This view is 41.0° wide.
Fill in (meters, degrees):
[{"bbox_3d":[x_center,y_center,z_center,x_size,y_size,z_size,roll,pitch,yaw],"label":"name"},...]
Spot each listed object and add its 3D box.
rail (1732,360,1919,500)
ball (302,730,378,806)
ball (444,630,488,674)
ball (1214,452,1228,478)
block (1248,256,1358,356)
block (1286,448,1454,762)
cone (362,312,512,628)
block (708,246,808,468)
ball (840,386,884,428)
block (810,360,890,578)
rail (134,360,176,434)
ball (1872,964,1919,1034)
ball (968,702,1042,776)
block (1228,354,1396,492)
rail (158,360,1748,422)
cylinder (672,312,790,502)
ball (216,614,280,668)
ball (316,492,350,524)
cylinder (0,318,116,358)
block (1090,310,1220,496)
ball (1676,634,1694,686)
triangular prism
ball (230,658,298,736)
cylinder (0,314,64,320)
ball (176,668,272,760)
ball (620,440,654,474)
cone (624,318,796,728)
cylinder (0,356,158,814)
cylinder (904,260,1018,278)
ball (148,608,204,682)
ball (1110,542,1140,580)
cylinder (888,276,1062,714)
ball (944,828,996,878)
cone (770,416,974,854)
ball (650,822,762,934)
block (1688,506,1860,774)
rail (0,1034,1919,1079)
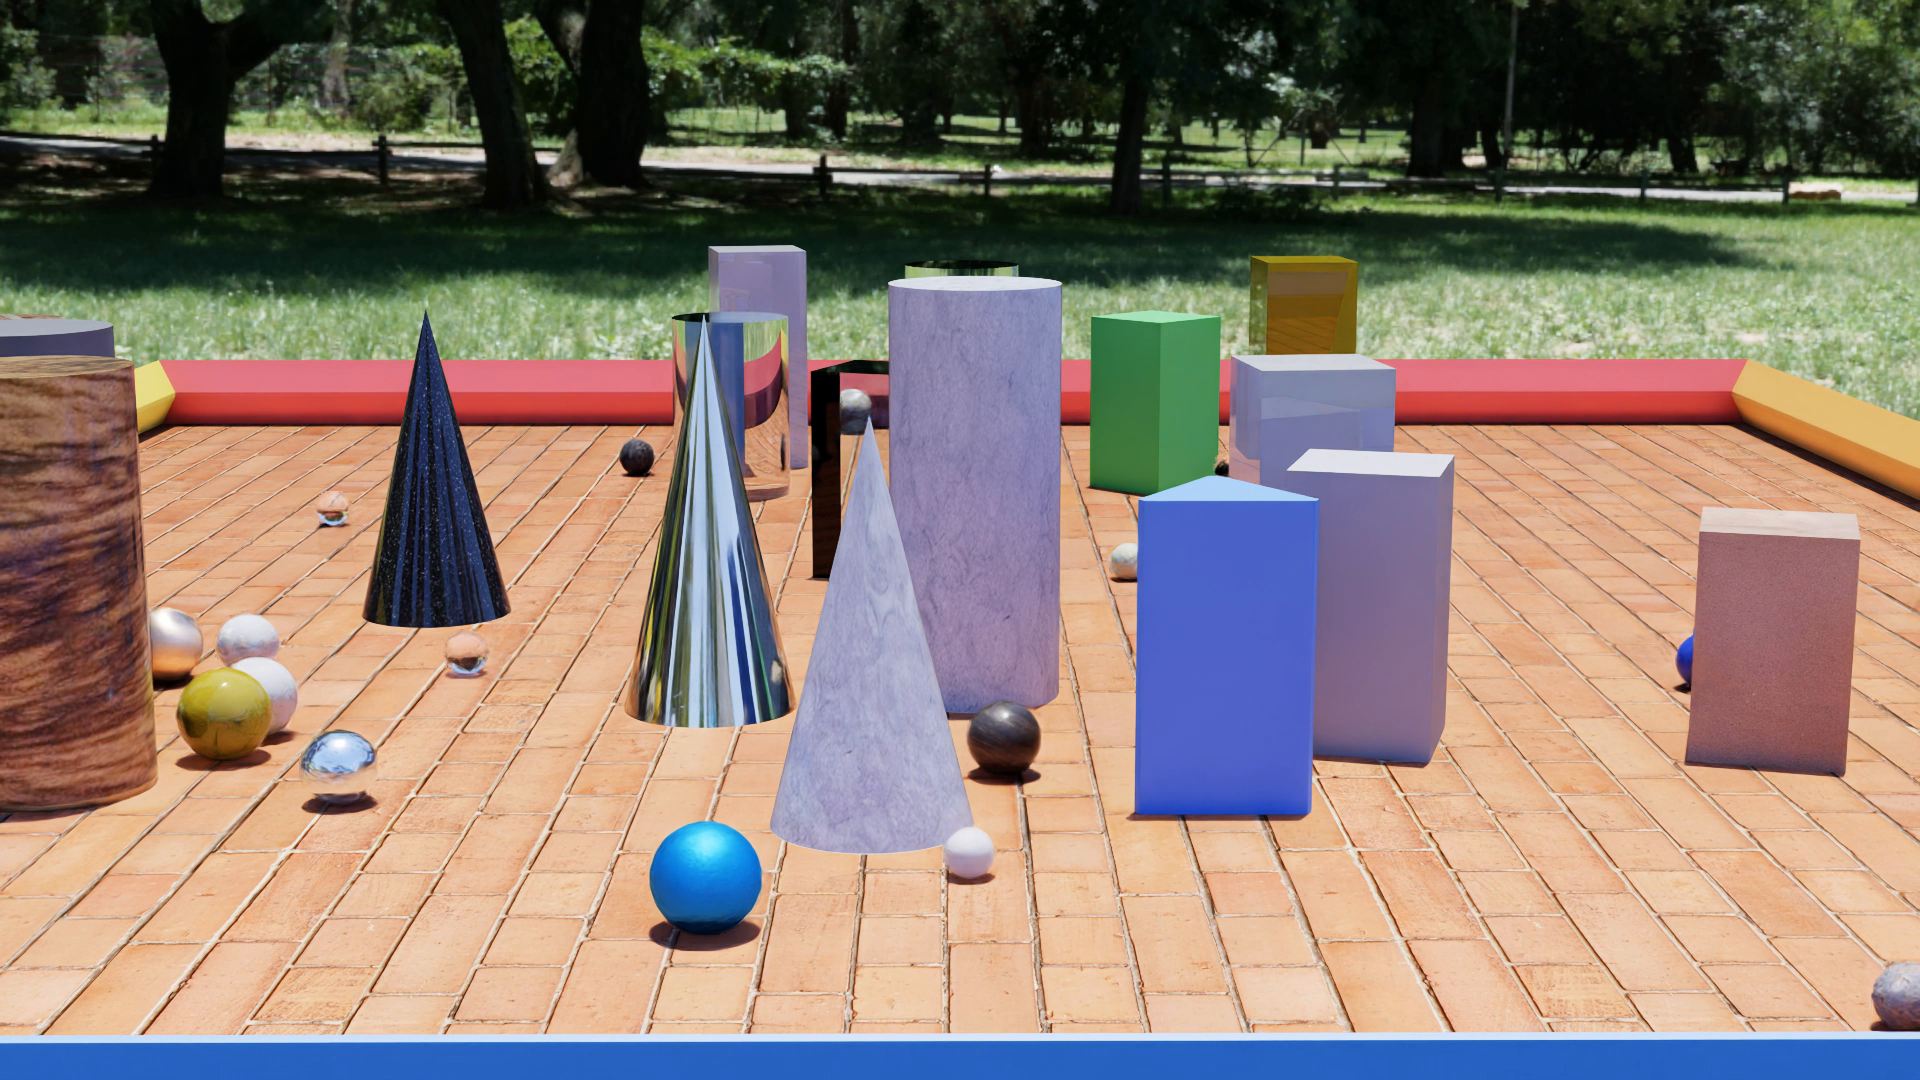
[{"bbox_3d":[1.612,0.032,3.458,0.045,0.129,3.738,0,10,0],"label":"rail"},{"bbox_3d":[-0.618,0.227,2.558,0.075,0.075,0.075,0,10,0],"label":"ball"},{"bbox_3d":[-0.598,0.136,3.108,0.053,0.053,0.053,0,10,0],"label":"ball"},{"bbox_3d":[0.477,-0.119,4.420,0.077,0.077,0.077,0,10,0],"label":"ball"},{"bbox_3d":[0.608,-0.306,4.573,0.159,0.389,0.159,-1,11,-5],"label":"block"},{"bbox_3d":[0.443,0.067,2.783,0.159,0.306,0.159,3,11,16],"label":"block"},{"bbox_3d":[-0.706,-0.104,3.427,0.199,0.410,0.199,0,10,0],"label":"cone"},{"bbox_3d":[-0.373,-0.339,4.736,0.159,0.395,0.159,-2,11,-12],"label":"block"},{"bbox_3d":[-0.199,-0.269,5.204,0.088,0.088,0.088,0,10,0],"label":"ball"},{"bbox_3d":[-0.109,-0.101,3.718,0.159,0.298,0.159,4,11,21],"label":"block"},{"bbox_3d":[-1.612,0.035,3.440,0.045,0.129,3.738,0,10,0],"label":"rail"},{"bbox_3d":[0.723,0.349,1.956,0.053,0.053,0.053,0,10,0],"label":"ball"},{"bbox_3d":[0.046,0.206,2.662,0.077,0.077,0.077,0,10,0],"label":"ball"},{"bbox_3d":[0.417,-0.024,3.076,0.159,0.380,0.159,-1,11,-7],"label":"block"},{"bbox_3d":[-0.011,-0.302,5.263,3.271,0.129,0.045,0,10,0],"label":"rail"},{"bbox_3d":[-0.393,-0.231,4.406,0.199,0.303,0.199,0,10,0],"label":"cylinder"},{"bbox_3d":[-0.862,0.126,3.104,0.074,0.074,0.074,0,10,0],"label":"ball"},{"bbox_3d":[-1.006,-0.050,4.118,0.052,0.052,0.052,0,10,0],"label":"ball"},{"bbox_3d":[-1.065,-0.028,2.950,0.199,0.433,0.199,0,10,0],"label":"cylinder"},{"bbox_3d":[0.340,-0.241,4.474,0.159,0.298,0.159,-10,15,-44],"label":"block"},{"bbox_3d":[0.880,0.143,3.027,0.068,0.068,0.068,0,10,0],"label":"ball"},{"bbox_3d":[0.260,0.102,2.576,0.172,0.313,0.149,0,10,0],"label":"triangular prism"},{"bbox_3d":[-0.771,0.172,2.813,0.088,0.088,0.088,0,10,0],"label":"ball"},{"bbox_3d":[-1.321,-0.109,3.520,0.199,0.385,0.199,0,10,0],"label":"cylinder"},{"bbox_3d":[-0.780,0.185,2.721,0.098,0.098,0.098,0,10,0],"label":"ball"},{"bbox_3d":[-0.582,-0.149,4.624,0.063,0.063,0.063,0,10,0],"label":"ball"},{"bbox_3d":[-0.287,-0.031,2.914,0.199,0.452,0.199,0,10,0],"label":"cone"},{"bbox_3d":[-0.925,0.040,2.587,0.199,0.432,0.199,0,10,0],"label":"cylinder"},{"bbox_3d":[0.003,-0.290,4.498,0.199,0.385,0.199,0,10,0],"label":"cylinder"},{"bbox_3d":[-0.950,0.126,3.065,0.089,0.089,0.089,0,10,0],"label":"ball"},{"bbox_3d":[0.241,0.030,3.680,0.053,0.053,0.053,0,10,0],"label":"ball"},{"bbox_3d":[0.017,-0.057,2.977,0.199,0.481,0.199,0,10,0],"label":"cylinder"},{"bbox_3d":[0.009,0.284,2.328,0.046,0.046,0.046,0,10,0],"label":"ball"},{"bbox_3d":[-0.086,0.078,2.461,0.199,0.402,0.199,0,10,0],"label":"cone"},{"bbox_3d":[-0.216,0.287,2.178,0.095,0.095,0.095,0,10,0],"label":"ball"},{"bbox_3d":[0.871,0.103,2.751,0.159,0.248,0.159,3,11,17],"label":"block"},{"bbox_3d":[0.011,0.369,1.634,3.271,0.129,0.045,0,10,0],"label":"rail"}]
